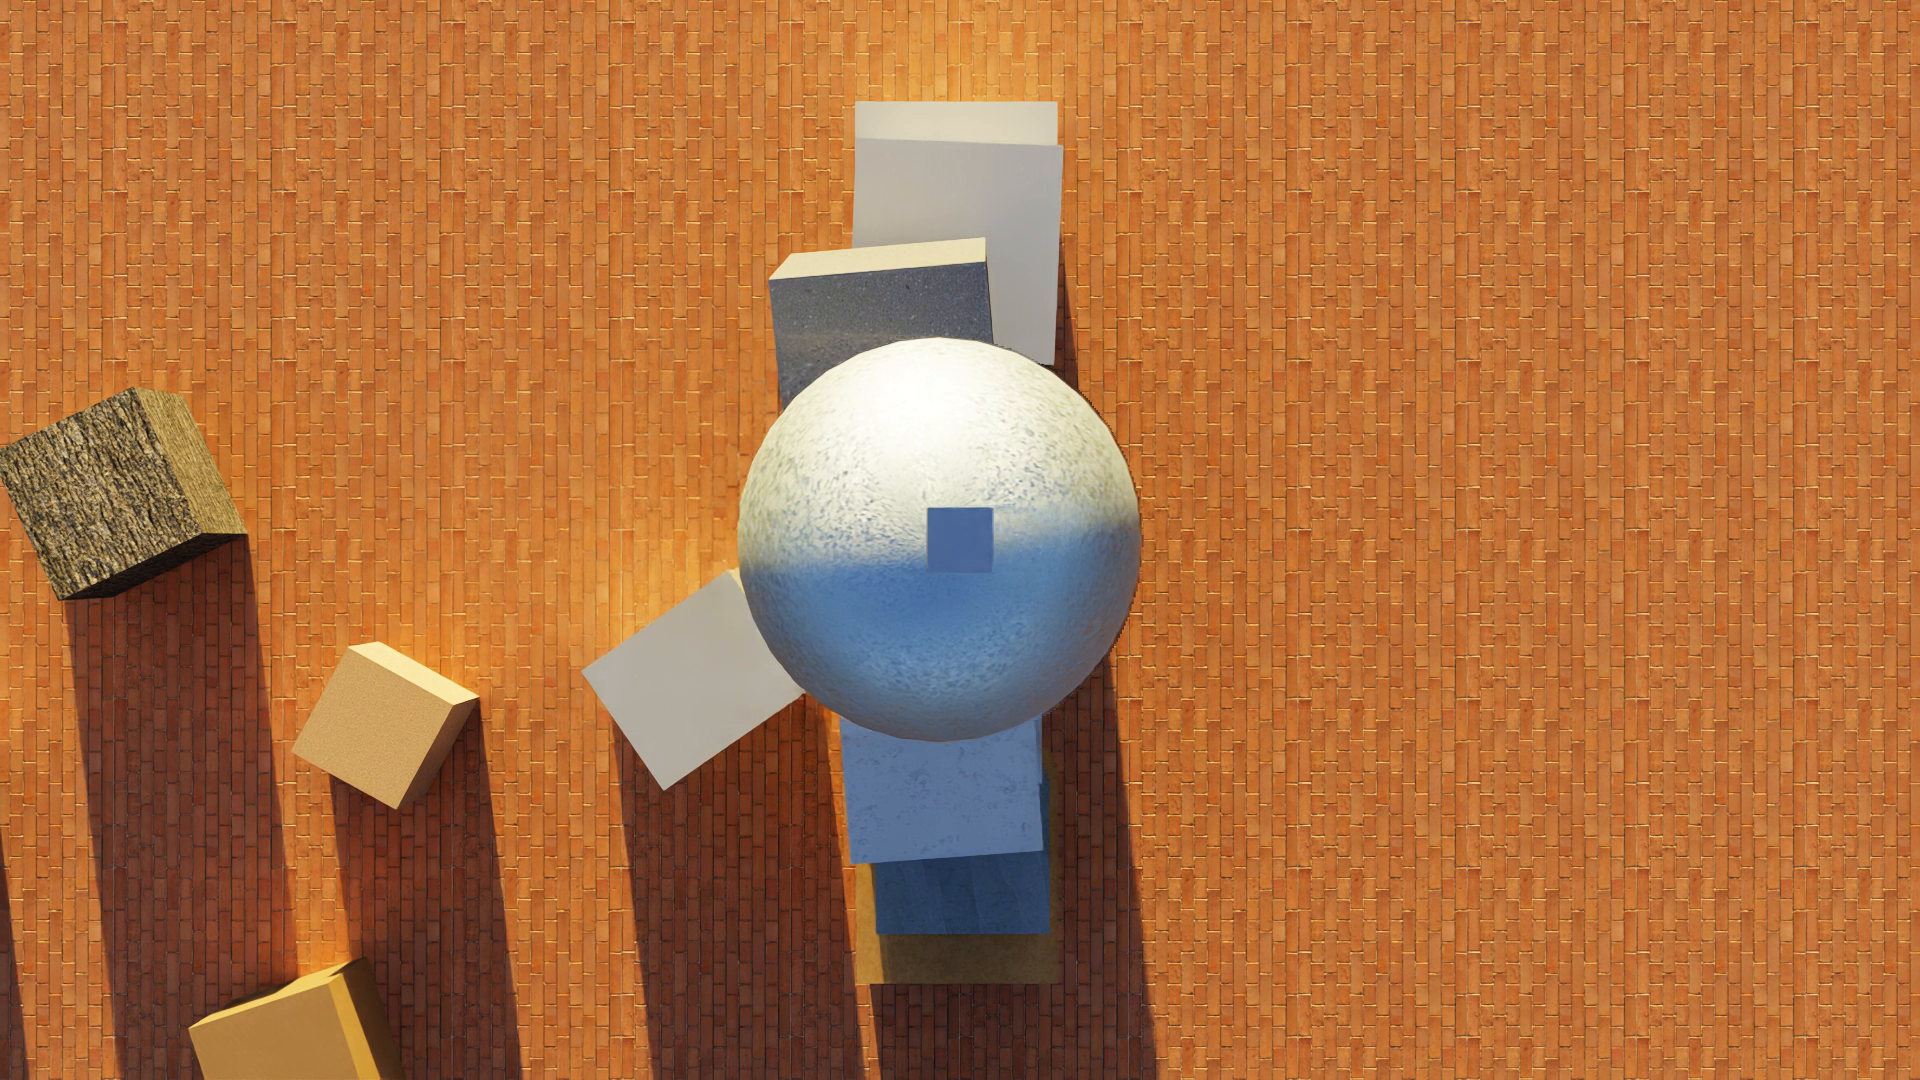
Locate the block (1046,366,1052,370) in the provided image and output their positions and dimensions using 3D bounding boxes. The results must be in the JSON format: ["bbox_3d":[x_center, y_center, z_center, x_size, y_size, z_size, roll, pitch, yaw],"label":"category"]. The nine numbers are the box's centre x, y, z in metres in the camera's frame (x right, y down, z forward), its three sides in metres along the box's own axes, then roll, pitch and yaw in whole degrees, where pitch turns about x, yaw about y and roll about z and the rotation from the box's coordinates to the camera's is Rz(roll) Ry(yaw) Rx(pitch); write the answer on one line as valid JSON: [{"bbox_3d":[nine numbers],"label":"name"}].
[{"bbox_3d":[-0.015,-0.381,11.498,0.935,1.103,0.973,0,90,0],"label":"block"}]

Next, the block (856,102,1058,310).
[{"bbox_3d":[-0.020,-1.826,12.495,1.103,1.009,1.128,0,90,0],"label":"block"}]

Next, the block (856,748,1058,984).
[{"bbox_3d":[-0.015,1.816,12.455,1.091,1.090,1.174,0,90,0],"label":"block"}]

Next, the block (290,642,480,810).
[{"bbox_3d":[-3.299,1.056,12.667,0.677,0.665,0.669,29,90,0],"label":"block"}]

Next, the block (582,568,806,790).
[{"bbox_3d":[-1.465,0.778,12.594,0.989,0.812,0.805,-35,90,0],"label":"block"}]

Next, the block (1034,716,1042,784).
[{"bbox_3d":[-0.072,0.674,11.443,0.972,1.154,1.065,0,90,1],"label":"block"}]

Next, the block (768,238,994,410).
[{"bbox_3d":[-0.314,-0.810,10.254,0.950,1.177,1.016,-5,103,2],"label":"block"}]

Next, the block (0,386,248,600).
[{"bbox_3d":[-4.801,-0.258,12.609,0.887,0.781,0.903,-25,90,0],"label":"block"}]

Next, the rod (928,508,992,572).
[{"bbox_3d":[-0.035,0.000,5.295,0.080,5.200,0.080,0,90,-1],"label":"rod"}]

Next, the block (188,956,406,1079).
[{"bbox_3d":[-3.774,2.962,12.603,0.816,0.795,0.792,-18,90,0],"label":"block"}]

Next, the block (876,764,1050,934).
[{"bbox_3d":[0.014,1.600,11.499,0.877,0.822,0.773,0,90,0],"label":"block"}]

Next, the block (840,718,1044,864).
[{"bbox_3d":[-0.085,1.045,10.486,0.890,0.761,0.830,-4,90,1],"label":"block"}]

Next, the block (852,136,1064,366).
[{"bbox_3d":[-0.023,-1.435,11.407,1.019,1.160,1.079,2,91,0],"label":"block"}]

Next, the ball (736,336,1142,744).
[{"bbox_3d":[-0.082,0.000,8.695,1.600,1.600,1.600,0,90,0],"label":"ball"}]
